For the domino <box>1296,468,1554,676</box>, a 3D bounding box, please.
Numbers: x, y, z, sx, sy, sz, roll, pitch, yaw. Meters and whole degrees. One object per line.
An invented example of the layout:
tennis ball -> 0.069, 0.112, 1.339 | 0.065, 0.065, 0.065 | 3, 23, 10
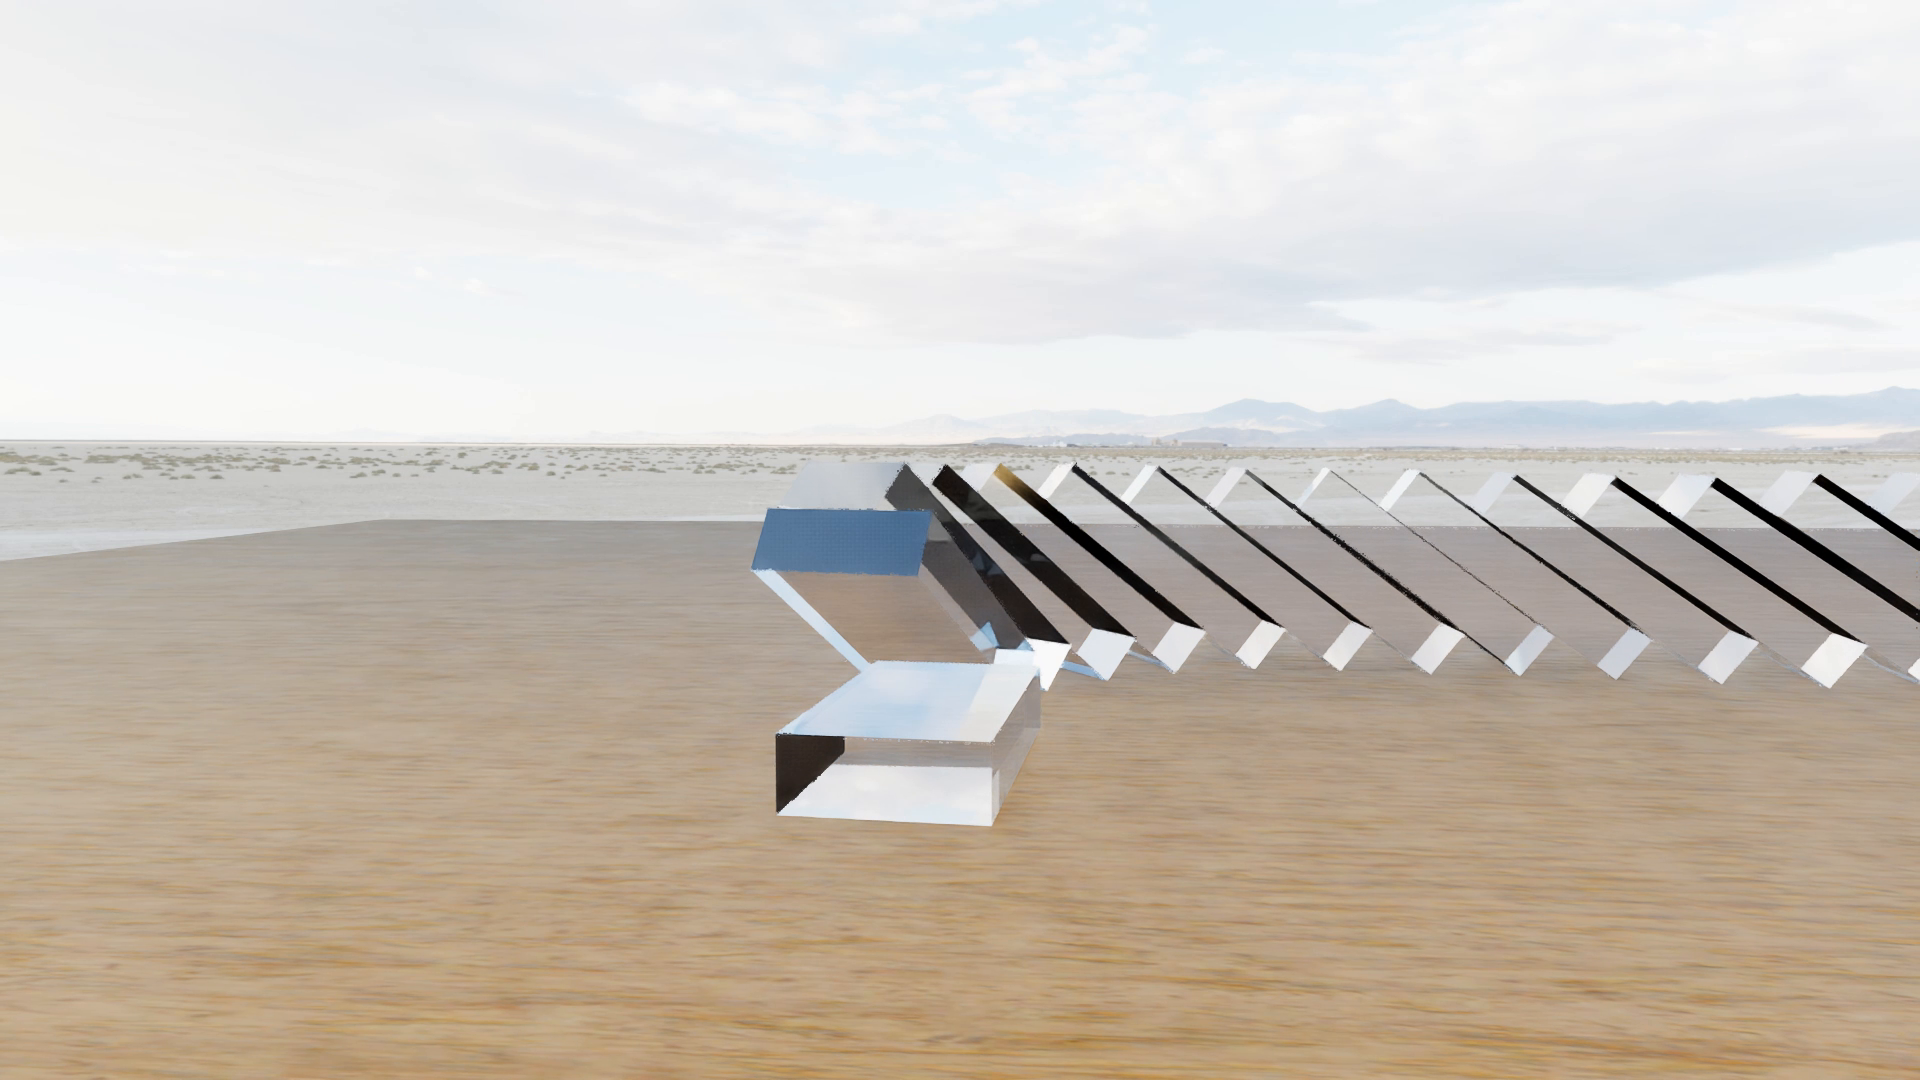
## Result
domino -> 0.089, 0.005, 0.250 | 0.050, 0.009, 0.025 | 38, 12, 8

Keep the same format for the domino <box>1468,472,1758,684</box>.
domino -> 0.121, 0.006, 0.242 | 0.050, 0.010, 0.025 | 37, 12, 9

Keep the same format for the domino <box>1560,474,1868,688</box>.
domino -> 0.138, 0.006, 0.238 | 0.050, 0.010, 0.025 | 37, 12, 9

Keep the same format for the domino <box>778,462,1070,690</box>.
domino -> -0.005, 0.006, 0.218 | 0.025, 0.010, 0.050 | 5, -34, 47

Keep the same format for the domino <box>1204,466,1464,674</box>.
domino -> 0.071, 0.005, 0.249 | 0.050, 0.010, 0.025 | 38, 7, 2

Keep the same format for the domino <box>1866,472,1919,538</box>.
domino -> 0.187, 0.007, 0.226 | 0.050, 0.010, 0.025 | 40, 19, 18

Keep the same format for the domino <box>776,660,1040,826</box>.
domino -> -0.005, 0.025, 0.169 | 0.025, 0.010, 0.050 | 1, 4, 10

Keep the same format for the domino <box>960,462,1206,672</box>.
domino -> 0.021, 0.005, 0.243 | 0.050, 0.010, 0.025 | 38, -6, -12

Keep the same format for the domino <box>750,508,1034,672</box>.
domino -> -0.008, 0.011, 0.194 | 0.025, 0.010, 0.050 | 2, -26, 22

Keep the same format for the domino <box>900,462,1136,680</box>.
domino -> 0.006, 0.006, 0.232 | 0.050, 0.009, 0.025 | 42, -15, -24

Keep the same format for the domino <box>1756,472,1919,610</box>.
domino -> 0.171, 0.007, 0.231 | 0.050, 0.010, 0.025 | 39, 16, 14

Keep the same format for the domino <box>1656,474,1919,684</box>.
domino -> 0.154, 0.007, 0.235 | 0.050, 0.010, 0.025 | 37, 13, 11

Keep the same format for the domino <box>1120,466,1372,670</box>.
domino -> 0.054, 0.005, 0.250 | 0.050, 0.010, 0.025 | 38, 4, 0

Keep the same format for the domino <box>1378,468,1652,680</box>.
domino -> 0.105, 0.005, 0.246 | 0.050, 0.009, 0.025 | 38, 12, 9

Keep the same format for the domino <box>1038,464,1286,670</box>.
domino -> 0.037, 0.004, 0.249 | 0.050, 0.010, 0.025 | 38, 0, -4
